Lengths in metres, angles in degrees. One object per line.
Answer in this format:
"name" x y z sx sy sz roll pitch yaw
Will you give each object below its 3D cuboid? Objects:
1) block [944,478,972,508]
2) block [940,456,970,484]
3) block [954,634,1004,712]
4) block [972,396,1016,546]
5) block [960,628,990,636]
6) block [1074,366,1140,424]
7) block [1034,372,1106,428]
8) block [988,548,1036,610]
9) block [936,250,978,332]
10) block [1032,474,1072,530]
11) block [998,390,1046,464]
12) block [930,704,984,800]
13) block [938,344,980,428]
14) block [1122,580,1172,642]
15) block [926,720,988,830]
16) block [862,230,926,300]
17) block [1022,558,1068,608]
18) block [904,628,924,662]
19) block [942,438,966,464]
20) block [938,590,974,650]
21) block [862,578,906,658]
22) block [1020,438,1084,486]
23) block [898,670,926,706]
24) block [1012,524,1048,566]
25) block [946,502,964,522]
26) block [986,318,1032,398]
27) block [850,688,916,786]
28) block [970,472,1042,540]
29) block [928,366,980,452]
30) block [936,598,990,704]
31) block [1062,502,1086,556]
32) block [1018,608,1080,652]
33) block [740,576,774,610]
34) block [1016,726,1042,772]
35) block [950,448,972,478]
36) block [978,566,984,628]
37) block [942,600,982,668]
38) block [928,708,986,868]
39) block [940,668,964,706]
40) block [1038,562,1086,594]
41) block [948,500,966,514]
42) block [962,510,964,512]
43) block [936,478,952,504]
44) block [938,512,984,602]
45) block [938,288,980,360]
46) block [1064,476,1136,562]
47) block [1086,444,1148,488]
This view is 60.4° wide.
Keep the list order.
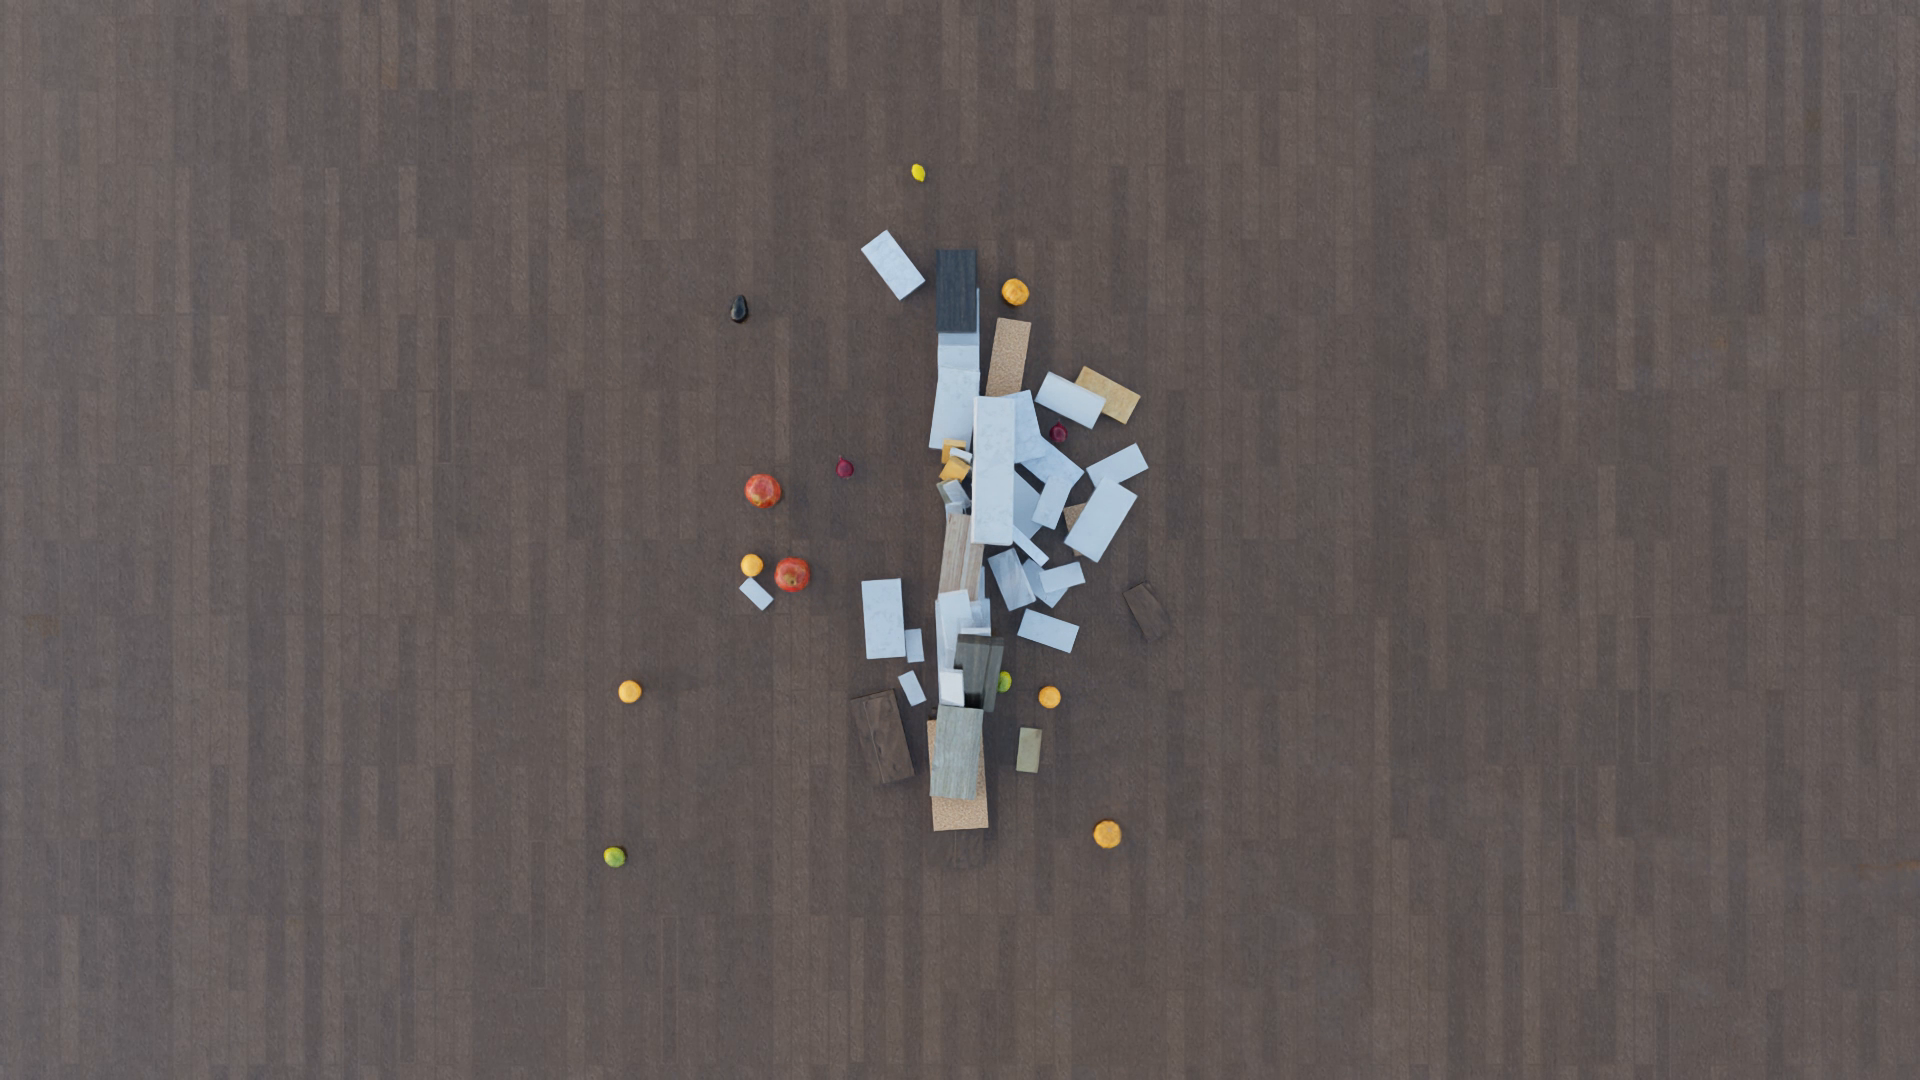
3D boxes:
"block" -0.008 -0.147 5.454 0.054 0.015 0.107 -26 117 9
"block" -0.017 -0.224 5.429 0.073 0.147 0.021 33 65 0
"block" 0.051 0.432 5.336 0.148 0.042 0.295 5 129 -3
"block" 0.108 -0.225 5.360 0.129 0.036 0.481 4 80 -15
"block" 0.052 0.363 5.327 0.095 0.027 0.190 -1 129 0
"block" 0.481 -0.481 5.485 0.212 0.030 0.106 28 90 0
"block" 0.366 -0.463 5.462 0.212 0.030 0.106 26 116 1
"block" 0.171 0.131 5.466 0.095 0.027 0.190 -23 90 28
"block" -0.012 -0.821 5.443 0.135 0.038 0.269 0 90 0
"block" 0.304 -0.126 5.451 0.083 0.023 0.166 22 87 -1
"block" 0.202 -0.373 5.452 0.113 0.032 0.226 -13 90 0
"block" -0.011 0.691 5.378 0.148 0.042 0.295 6 90 0
"block" -0.004 -0.508 5.454 0.135 0.038 0.269 0 102 0
"block" 0.623 0.238 5.487 0.093 0.026 0.185 -28 90 0
"block" -0.008 0.768 5.424 0.179 0.051 0.357 -4 90 0
"block" -0.222 -0.913 5.485 0.106 0.030 0.212 -37 90 0
"block" 0.268 0.143 5.488 0.166 0.023 0.083 39 90 0
"block" -0.152 0.352 5.492 0.054 0.015 0.108 -6 90 0
"block" -0.021 -0.288 5.428 0.073 0.147 0.021 7 68 0
"block" -0.006 0.255 5.304 0.095 0.027 0.190 -9 114 4
"block" -0.253 0.261 5.482 0.129 0.036 0.257 -4 90 0
"block" 0.291 -0.254 5.484 0.226 0.032 0.113 40 90 0
"block" -0.159 0.494 5.492 0.054 0.015 0.108 -25 90 0
"block" 0.164 -0.034 5.433 0.313 0.134 0.038 43 90 0
"block" -0.016 -0.068 5.439 0.055 0.016 0.111 -7 114 -1
"block" 0.150 -0.536 5.484 0.113 0.032 0.391 9 90 0
"block" -0.256 0.655 5.479 0.148 0.042 0.295 -14 90 0
"block" 0.178 -0.140 5.481 0.267 0.038 0.134 44 90 0
"block" -0.018 -0.430 5.431 0.134 0.038 0.267 8 102 -2
"block" 0.015 0.374 5.463 0.179 0.051 0.357 -2 94 0
"block" 0.401 -0.035 5.488 0.083 0.023 0.166 -14 90 0
"block" 0.293 0.301 5.487 0.185 0.026 0.093 19 90 0
"block" -0.678 0.178 5.492 0.108 0.015 0.054 44 90 0
"block" 0.230 0.698 5.490 0.072 0.020 0.144 6 90 0
"block" 0.008 -0.254 5.422 0.073 0.147 0.021 20 70 12
"block" 0.016 0.215 5.409 0.129 0.036 0.257 0 94 0
"block" 0.014 0.326 5.371 0.129 0.036 0.257 -5 114 2
"block" -0.009 0.821 5.475 0.179 0.051 0.521 1 90 0
"block" -0.025 0.477 5.334 0.072 0.020 0.144 5 128 11
"block" 0.336 0.126 5.470 0.144 0.020 0.072 -15 81 -12
"block" -0.004 -0.076 5.471 0.054 0.015 0.107 -9 114 0
"block" -0.008 -0.046 5.467 0.055 0.016 0.111 -7 114 -1
"block" -0.033 -0.149 5.469 0.054 0.015 0.107 -26 117 0
"block" 0.007 0.065 5.364 0.129 0.036 0.294 7 89 0
"block" -0.004 -0.700 5.481 0.135 0.038 0.269 0 90 0
"block" 0.464 -0.069 5.457 0.129 0.036 0.257 31 90 -1
"block" 0.522 -0.239 5.487 0.185 0.026 0.093 -27 90 0
